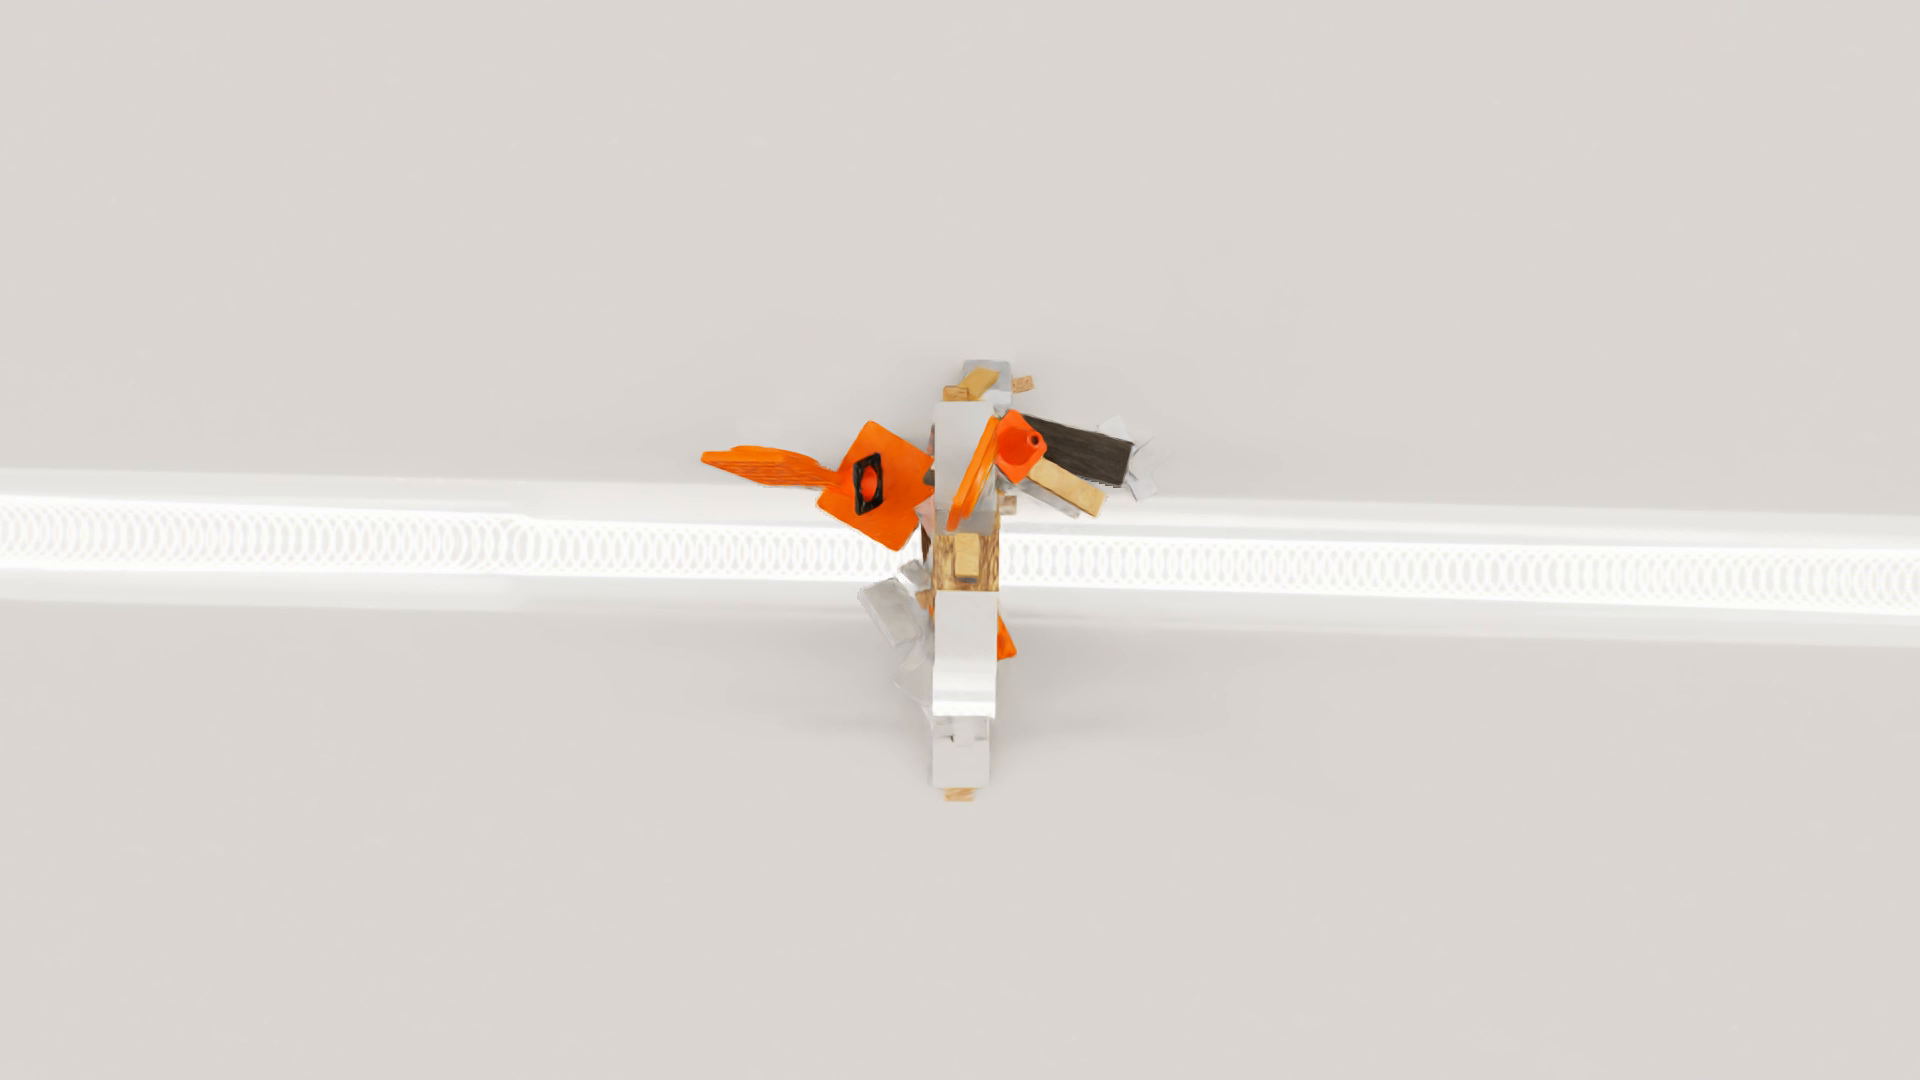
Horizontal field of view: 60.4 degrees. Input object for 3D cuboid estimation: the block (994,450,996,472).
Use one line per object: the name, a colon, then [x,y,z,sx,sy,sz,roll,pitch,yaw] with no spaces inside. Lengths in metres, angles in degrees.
block: [0.029,-0.167,5.072,0.148,0.042,0.297,6,48,-1]

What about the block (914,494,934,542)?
block: [-0.027,-0.084,4.692,0.176,0.352,0.050,-34,105,1]

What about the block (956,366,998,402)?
block: [0.051,-0.483,5.087,0.076,0.153,0.022,19,130,20]

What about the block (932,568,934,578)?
block: [0.010,0.157,4.576,0.176,0.352,0.050,0,107,-2]

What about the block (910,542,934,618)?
block: [-0.047,0.111,5.173,0.144,0.041,0.288,16,109,-4]

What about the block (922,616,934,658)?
block: [-0.038,0.374,5.305,0.144,0.041,0.294,-4,108,3]

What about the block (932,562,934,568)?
block: [-0.008,0.091,4.957,0.148,0.352,0.042,7,93,-1]

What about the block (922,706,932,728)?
block: [-0.050,0.523,5.304,0.136,0.039,0.273,-20,102,9]

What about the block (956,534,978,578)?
block: [0.018,0.039,4.266,0.058,0.016,0.115,1,68,0]

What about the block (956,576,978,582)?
block: [0.018,0.093,4.317,0.058,0.115,0.016,3,79,1]

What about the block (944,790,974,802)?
block: [-0.003,0.767,5.454,0.096,0.027,0.193,1,99,-1]

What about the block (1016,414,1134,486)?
block: [0.373,-0.297,5.422,0.373,0.041,0.144,16,103,13]

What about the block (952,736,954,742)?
block: [0.004,0.538,4.461,0.052,0.104,0.015,1,86,-1]

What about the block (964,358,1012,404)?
block: [0.087,-0.505,5.228,0.144,0.287,0.041,5,114,-1]

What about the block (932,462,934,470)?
block: [-0.030,-0.210,4.790,0.078,0.157,0.022,17,98,7]

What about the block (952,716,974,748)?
block: [0.007,0.499,4.407,0.052,0.015,0.104,-4,80,-2]

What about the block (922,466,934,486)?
block: [-0.057,-0.186,4.819,0.078,0.157,0.022,15,110,5]

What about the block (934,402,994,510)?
block: [0.010,-0.216,4.183,0.149,0.042,0.299,0,59,-1]

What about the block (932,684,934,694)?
block: [0.006,0.390,4.279,0.150,0.511,0.043,1,87,0]

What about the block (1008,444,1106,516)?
block: [0.298,-0.182,5.063,0.330,0.022,0.078,29,76,-19]

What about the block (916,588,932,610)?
block: [-0.074,0.175,5.050,0.113,0.016,0.057,-15,115,21]

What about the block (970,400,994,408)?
block: [0.038,-0.399,5.354,0.144,0.287,0.041,2,68,4]

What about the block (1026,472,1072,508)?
block: [0.298,-0.185,5.489,0.076,0.022,0.152,38,90,0]

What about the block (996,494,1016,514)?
block: [0.119,-0.114,5.313,0.127,0.018,0.063,1,88,-2]

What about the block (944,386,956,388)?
block: [0.003,-0.479,5.394,0.106,0.212,0.030,0,90,0]

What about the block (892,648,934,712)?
block: [-0.064,0.475,5.208,0.273,0.039,0.136,35,80,13]

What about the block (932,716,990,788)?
block: [0.003,0.526,4.539,0.155,0.044,0.310,0,80,0]

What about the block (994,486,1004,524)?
block: [0.119,-0.107,5.457,0.018,0.063,0.127,1,78,29]

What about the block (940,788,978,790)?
block: [0.002,0.714,5.306,0.136,0.311,0.039,-2,54,-1]

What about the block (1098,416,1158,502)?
block: [0.558,-0.271,5.489,0.076,0.022,0.286,-28,90,0]

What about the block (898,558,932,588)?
block: [-0.136,0.105,5.108,0.057,0.016,0.113,-34,134,14]

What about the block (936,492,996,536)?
block: [0.014,-0.067,4.292,0.149,0.299,0.042,0,76,-1]

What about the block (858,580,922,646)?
block: [-0.215,0.227,5.083,0.102,0.029,0.203,-19,67,-40]

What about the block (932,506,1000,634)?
block: [0.016,0.074,4.421,0.176,0.050,0.352,1,66,-1]

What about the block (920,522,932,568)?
block: [-0.040,0.036,5.241,0.161,0.046,0.321,-1,121,2]

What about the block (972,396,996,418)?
block: [0.037,-0.360,5.066,0.076,0.022,0.153,43,78,-21]

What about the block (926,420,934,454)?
block: [-0.008,-0.284,4.574,0.149,0.522,0.042,9,85,-2]

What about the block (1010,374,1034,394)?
block: [0.196,-0.516,5.493,0.095,0.013,0.047,-13,90,0]

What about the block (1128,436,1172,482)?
block: [0.621,-0.271,5.471,0.152,0.022,0.076,-39,91,-14]

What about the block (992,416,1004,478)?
block: [0.037,-0.255,5.208,0.161,0.046,0.321,8,62,0]

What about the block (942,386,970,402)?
block: [-0.012,-0.386,5.005,0.076,0.022,0.153,-3,81,18]

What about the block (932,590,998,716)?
block: [0.013,0.275,4.007,0.150,0.043,0.301,2,87,0]
